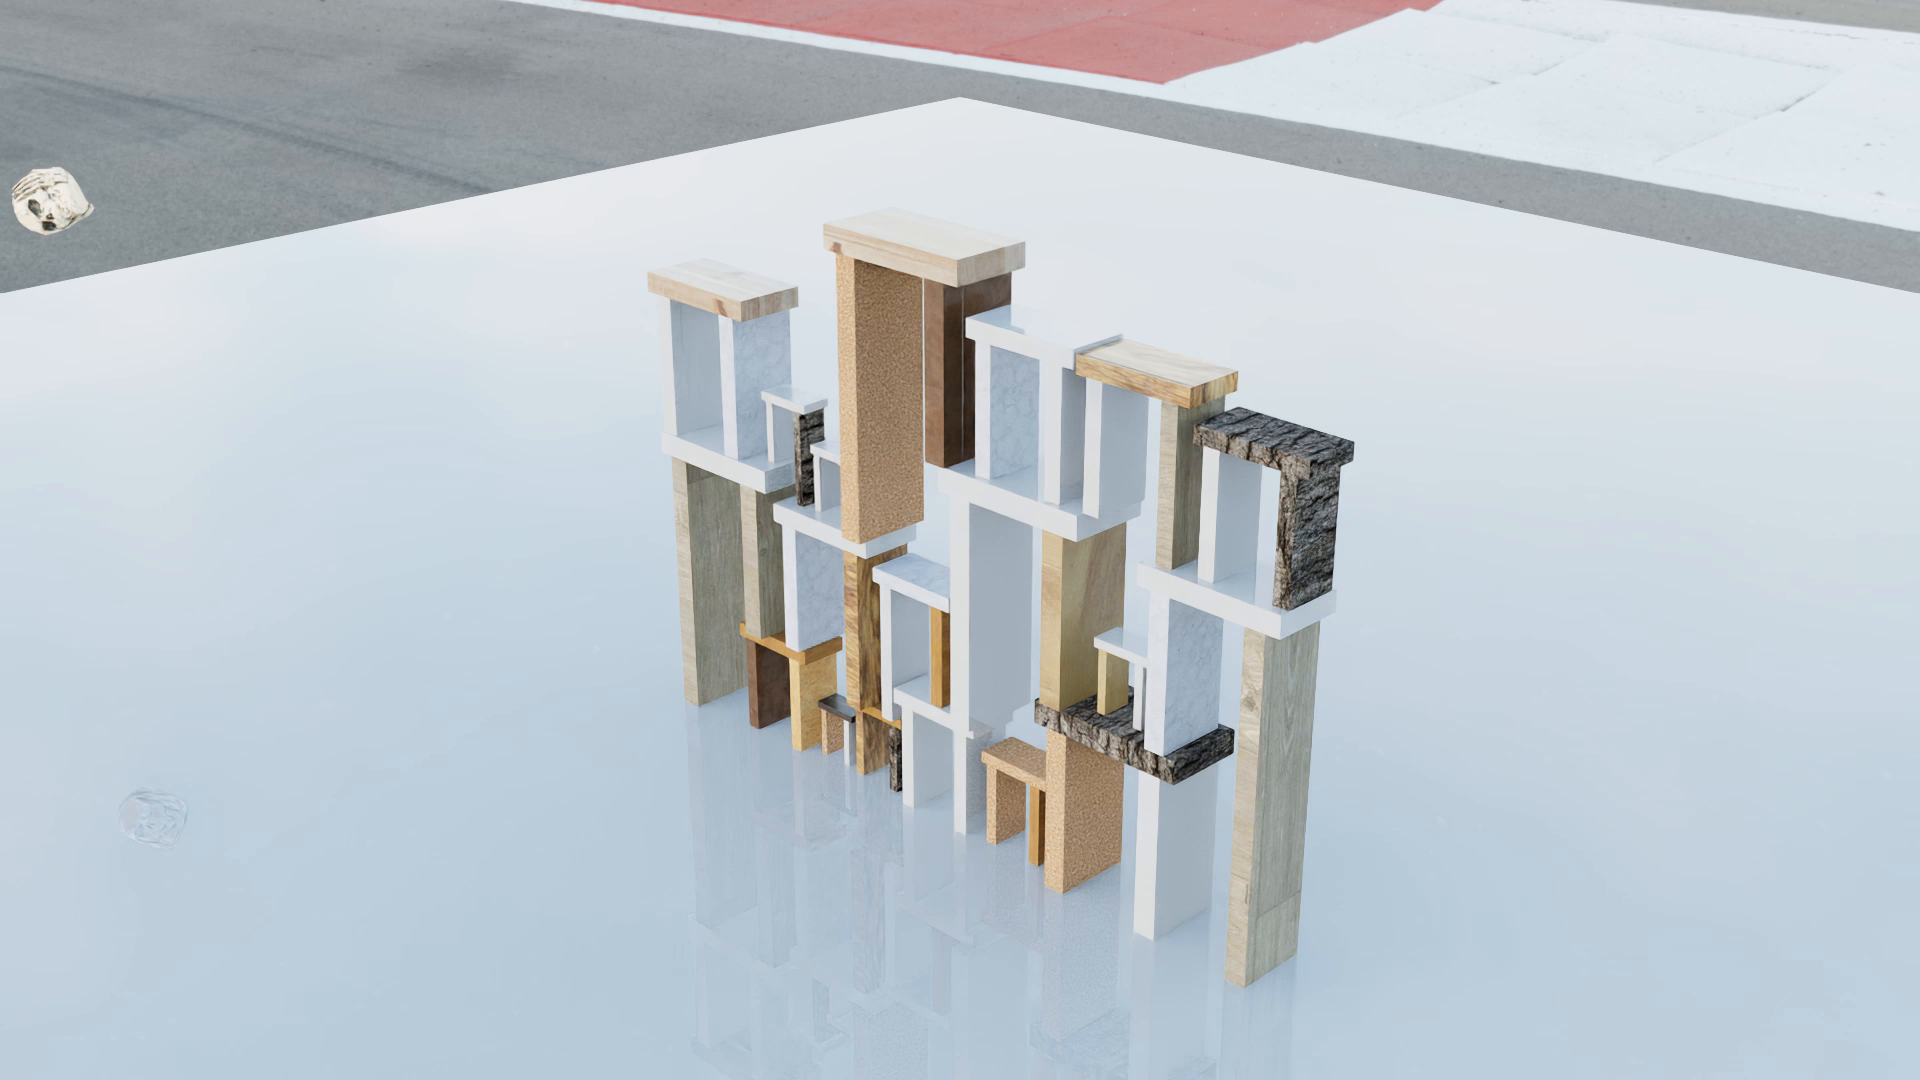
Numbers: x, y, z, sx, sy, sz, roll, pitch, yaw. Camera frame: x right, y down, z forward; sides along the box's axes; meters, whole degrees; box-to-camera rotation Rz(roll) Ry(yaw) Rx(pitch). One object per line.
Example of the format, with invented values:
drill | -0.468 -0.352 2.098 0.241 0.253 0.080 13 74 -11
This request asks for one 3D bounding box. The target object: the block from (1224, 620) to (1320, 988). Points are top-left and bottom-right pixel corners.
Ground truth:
block | 0.542 0.447 3.819 0.044 0.693 0.154 21 31 41

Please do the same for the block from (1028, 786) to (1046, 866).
block | 0.173 0.540 4.270 0.024 0.171 0.086 21 31 41

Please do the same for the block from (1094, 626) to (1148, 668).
block | 0.311 0.193 3.963 0.130 0.018 0.065 21 31 41

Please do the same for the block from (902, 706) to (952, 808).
block | -0.066 0.424 4.475 0.032 0.224 0.112 21 31 41

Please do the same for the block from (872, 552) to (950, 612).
block | -0.060 0.083 4.326 0.107 0.030 0.213 -21 31 -40

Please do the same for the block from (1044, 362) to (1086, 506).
block | 0.209 -0.204 3.904 0.037 0.259 0.130 21 31 41

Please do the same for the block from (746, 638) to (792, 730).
block | -0.411 0.297 4.791 0.030 0.212 0.106 21 31 41

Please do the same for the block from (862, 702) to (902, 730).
block | -0.146 0.344 4.535 0.151 0.021 0.076 21 31 41

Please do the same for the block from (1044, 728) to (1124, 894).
block | 0.238 0.487 4.180 0.048 0.338 0.169 21 31 41

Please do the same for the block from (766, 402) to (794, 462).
block | -0.365 -0.229 4.519 0.018 0.130 0.065 21 31 41

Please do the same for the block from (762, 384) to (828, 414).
block | -0.336 -0.286 4.461 0.131 0.018 0.065 21 32 41

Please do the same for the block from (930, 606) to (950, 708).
block | -0.009 0.214 4.329 0.030 0.213 0.107 21 31 40

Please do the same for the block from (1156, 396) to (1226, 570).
block | 0.393 -0.108 3.747 0.036 0.298 0.126 21 31 41

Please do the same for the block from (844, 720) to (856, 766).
block | -0.220 0.419 4.638 0.015 0.105 0.053 21 31 41

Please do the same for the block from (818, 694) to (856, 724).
block | -0.245 0.354 4.637 0.105 0.015 0.053 21 31 41

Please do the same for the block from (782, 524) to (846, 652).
block | -0.302 0.082 4.593 0.039 0.278 0.139 22 31 40

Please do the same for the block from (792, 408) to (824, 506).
block | -0.305 -0.172 4.475 0.065 0.202 0.018 -22 31 -40

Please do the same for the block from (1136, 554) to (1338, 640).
block | 0.469 0.080 3.742 0.308 0.044 0.154 21 31 41

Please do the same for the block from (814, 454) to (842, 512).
block | -0.268 -0.123 4.466 0.059 0.119 0.017 -21 30 -41

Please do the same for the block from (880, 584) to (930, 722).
block | -0.110 0.213 4.437 0.030 0.297 0.107 21 31 41

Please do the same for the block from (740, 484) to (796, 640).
block | -0.377 0.024 4.650 0.048 0.341 0.171 21 31 40

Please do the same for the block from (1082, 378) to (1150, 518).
block | 0.274 -0.175 3.847 0.126 0.252 0.036 -21 31 -41

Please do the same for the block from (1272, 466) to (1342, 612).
block | 0.568 -0.013 3.602 0.034 0.238 0.119 21 31 41

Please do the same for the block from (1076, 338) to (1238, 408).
block | 0.333 -0.285 3.736 0.252 0.036 0.126 21 31 40

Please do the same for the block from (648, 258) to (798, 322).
block | -0.490 -0.518 4.534 0.152 0.043 0.303 -21 31 -41

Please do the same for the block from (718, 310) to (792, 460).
block | -0.419 -0.330 4.536 0.043 0.303 0.152 21 31 41

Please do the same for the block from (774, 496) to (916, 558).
block | -0.235 -0.038 4.470 0.278 0.039 0.139 21 31 41

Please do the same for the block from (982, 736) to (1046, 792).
block | 0.133 0.434 4.269 0.171 0.024 0.086 21 31 41

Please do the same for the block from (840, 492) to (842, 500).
block | -0.212 -0.101 4.414 0.017 0.119 0.059 21 30 41

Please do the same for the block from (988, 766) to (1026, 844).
block | 0.092 0.508 4.344 0.024 0.171 0.085 21 31 41

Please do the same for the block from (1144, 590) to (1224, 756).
block | 0.397 0.213 3.878 0.044 0.308 0.154 21 31 41

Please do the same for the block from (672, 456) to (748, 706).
block | -0.538 0.072 4.845 0.048 0.583 0.171 21 31 41

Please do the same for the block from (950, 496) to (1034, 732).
block | 0.061 0.119 4.213 0.049 0.478 0.174 21 31 40

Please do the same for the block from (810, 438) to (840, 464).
block | -0.239 -0.175 4.416 0.059 0.017 0.119 -20 31 -40

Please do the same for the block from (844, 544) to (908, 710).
block | -0.170 0.165 4.485 0.039 0.347 0.139 21 31 41

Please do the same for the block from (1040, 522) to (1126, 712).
block | 0.226 0.124 4.037 0.049 0.348 0.174 21 31 41

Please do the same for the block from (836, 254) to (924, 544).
block | -0.153 -0.288 4.269 0.050 0.579 0.177 21 31 40

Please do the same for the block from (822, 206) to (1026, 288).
block | -0.069 -0.545 4.069 0.355 0.050 0.177 21 31 40

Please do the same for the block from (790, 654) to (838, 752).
block | -0.312 0.336 4.699 0.030 0.212 0.106 21 31 41

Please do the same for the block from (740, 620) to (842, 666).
block | -0.361 0.205 4.698 0.211 0.030 0.106 21 31 41

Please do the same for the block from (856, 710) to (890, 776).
block | -0.182 0.410 4.601 0.021 0.151 0.076 21 31 41

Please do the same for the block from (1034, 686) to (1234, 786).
block | 0.317 0.341 4.032 0.338 0.048 0.169 21 31 41

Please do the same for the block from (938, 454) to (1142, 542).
block | 0.143 -0.091 4.035 0.348 0.049 0.174 21 31 41

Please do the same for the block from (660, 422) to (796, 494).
block | -0.458 -0.187 4.648 0.171 0.048 0.341 -21 31 -41

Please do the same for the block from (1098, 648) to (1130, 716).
block | 0.281 0.250 4.020 0.018 0.130 0.065 21 31 41

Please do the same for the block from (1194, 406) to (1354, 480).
block | 0.512 -0.160 3.601 0.119 0.034 0.238 -22 32 -40

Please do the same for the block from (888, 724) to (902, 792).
block | -0.111 0.438 4.536 0.021 0.151 0.076 21 31 41

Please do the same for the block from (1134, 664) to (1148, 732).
block | 0.342 0.273 3.964 0.018 0.130 0.065 21 31 41

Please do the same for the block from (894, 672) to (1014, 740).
block | -0.014 0.327 4.376 0.112 0.032 0.224 -21 31 -41

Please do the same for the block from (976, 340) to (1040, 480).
block | 0.087 -0.251 4.017 0.130 0.259 0.037 -21 31 -40

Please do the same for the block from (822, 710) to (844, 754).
block | -0.269 0.400 4.683 0.015 0.105 0.053 21 31 41

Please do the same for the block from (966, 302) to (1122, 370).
block | 0.148 -0.364 3.903 0.259 0.037 0.130 21 31 41

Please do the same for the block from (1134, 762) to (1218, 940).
block | 0.397 0.549 4.034 0.048 0.337 0.169 21 31 41

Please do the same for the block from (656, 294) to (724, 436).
block | -0.562 -0.386 4.668 0.152 0.303 0.043 -21 31 -41

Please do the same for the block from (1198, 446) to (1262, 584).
block | 0.456 -0.057 3.705 0.034 0.238 0.119 21 31 41

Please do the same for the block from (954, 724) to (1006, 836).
block | 0.040 0.465 4.378 0.032 0.224 0.112 21 31 41

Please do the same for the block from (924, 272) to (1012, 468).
block | 0.015 -0.326 4.072 0.050 0.355 0.177 21 31 41
